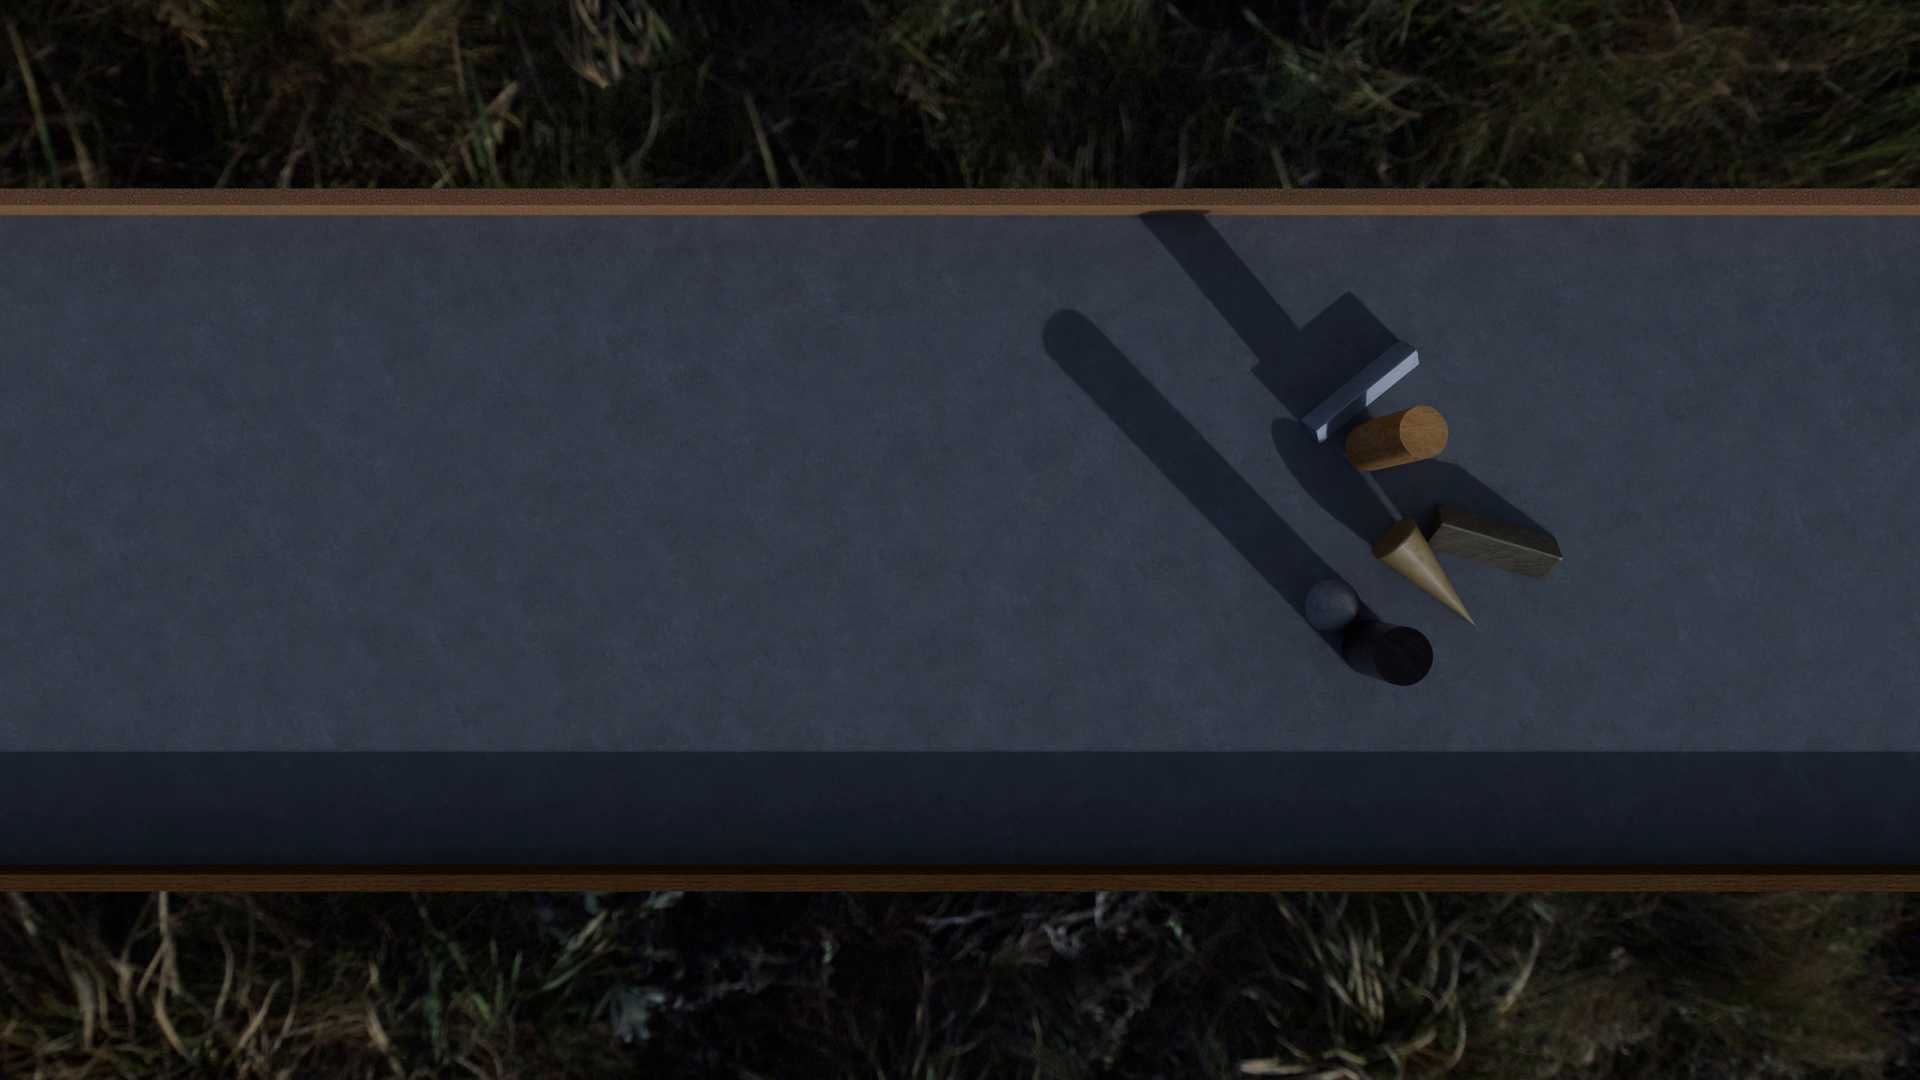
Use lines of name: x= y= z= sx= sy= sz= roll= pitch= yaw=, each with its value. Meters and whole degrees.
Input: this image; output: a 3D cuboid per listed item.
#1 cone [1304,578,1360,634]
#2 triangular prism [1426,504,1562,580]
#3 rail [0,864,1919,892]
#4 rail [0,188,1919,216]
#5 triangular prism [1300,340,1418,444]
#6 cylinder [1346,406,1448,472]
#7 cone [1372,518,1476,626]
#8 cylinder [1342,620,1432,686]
cone: x=1.135 y=0.208 z=4.877 sx=0.169 sy=0.388 sz=0.169 roll=0 pitch=91 yaw=3
triangular prism: x=1.629 y=0.005 z=5.014 sx=0.378 sy=0.118 sz=0.136 roll=16 pitch=90 yaw=0
rail: x=-2.247 y=1.025 z=5.001 sx=12.000 sy=0.150 sz=0.050 roll=0 pitch=90 yaw=0
rail: x=-2.247 y=-1.025 z=5.002 sx=12.000 sy=0.150 sz=0.050 roll=0 pitch=90 yaw=0
triangular prism: x=1.229 y=-0.455 z=5.034 sx=0.392 sy=0.080 sz=0.093 roll=-39 pitch=90 yaw=0
cylinder: x=1.291 y=-0.298 z=4.894 sx=0.153 sy=0.339 sz=0.153 roll=1 pitch=86 yaw=-13
cone: x=1.451 y=0.129 z=5.037 sx=0.162 sy=0.162 sz=0.400 roll=-45 pitch=101 yaw=0
cylinder: x=1.258 y=0.330 z=4.872 sx=0.168 sy=0.407 sz=0.168 roll=0 pitch=90 yaw=1
